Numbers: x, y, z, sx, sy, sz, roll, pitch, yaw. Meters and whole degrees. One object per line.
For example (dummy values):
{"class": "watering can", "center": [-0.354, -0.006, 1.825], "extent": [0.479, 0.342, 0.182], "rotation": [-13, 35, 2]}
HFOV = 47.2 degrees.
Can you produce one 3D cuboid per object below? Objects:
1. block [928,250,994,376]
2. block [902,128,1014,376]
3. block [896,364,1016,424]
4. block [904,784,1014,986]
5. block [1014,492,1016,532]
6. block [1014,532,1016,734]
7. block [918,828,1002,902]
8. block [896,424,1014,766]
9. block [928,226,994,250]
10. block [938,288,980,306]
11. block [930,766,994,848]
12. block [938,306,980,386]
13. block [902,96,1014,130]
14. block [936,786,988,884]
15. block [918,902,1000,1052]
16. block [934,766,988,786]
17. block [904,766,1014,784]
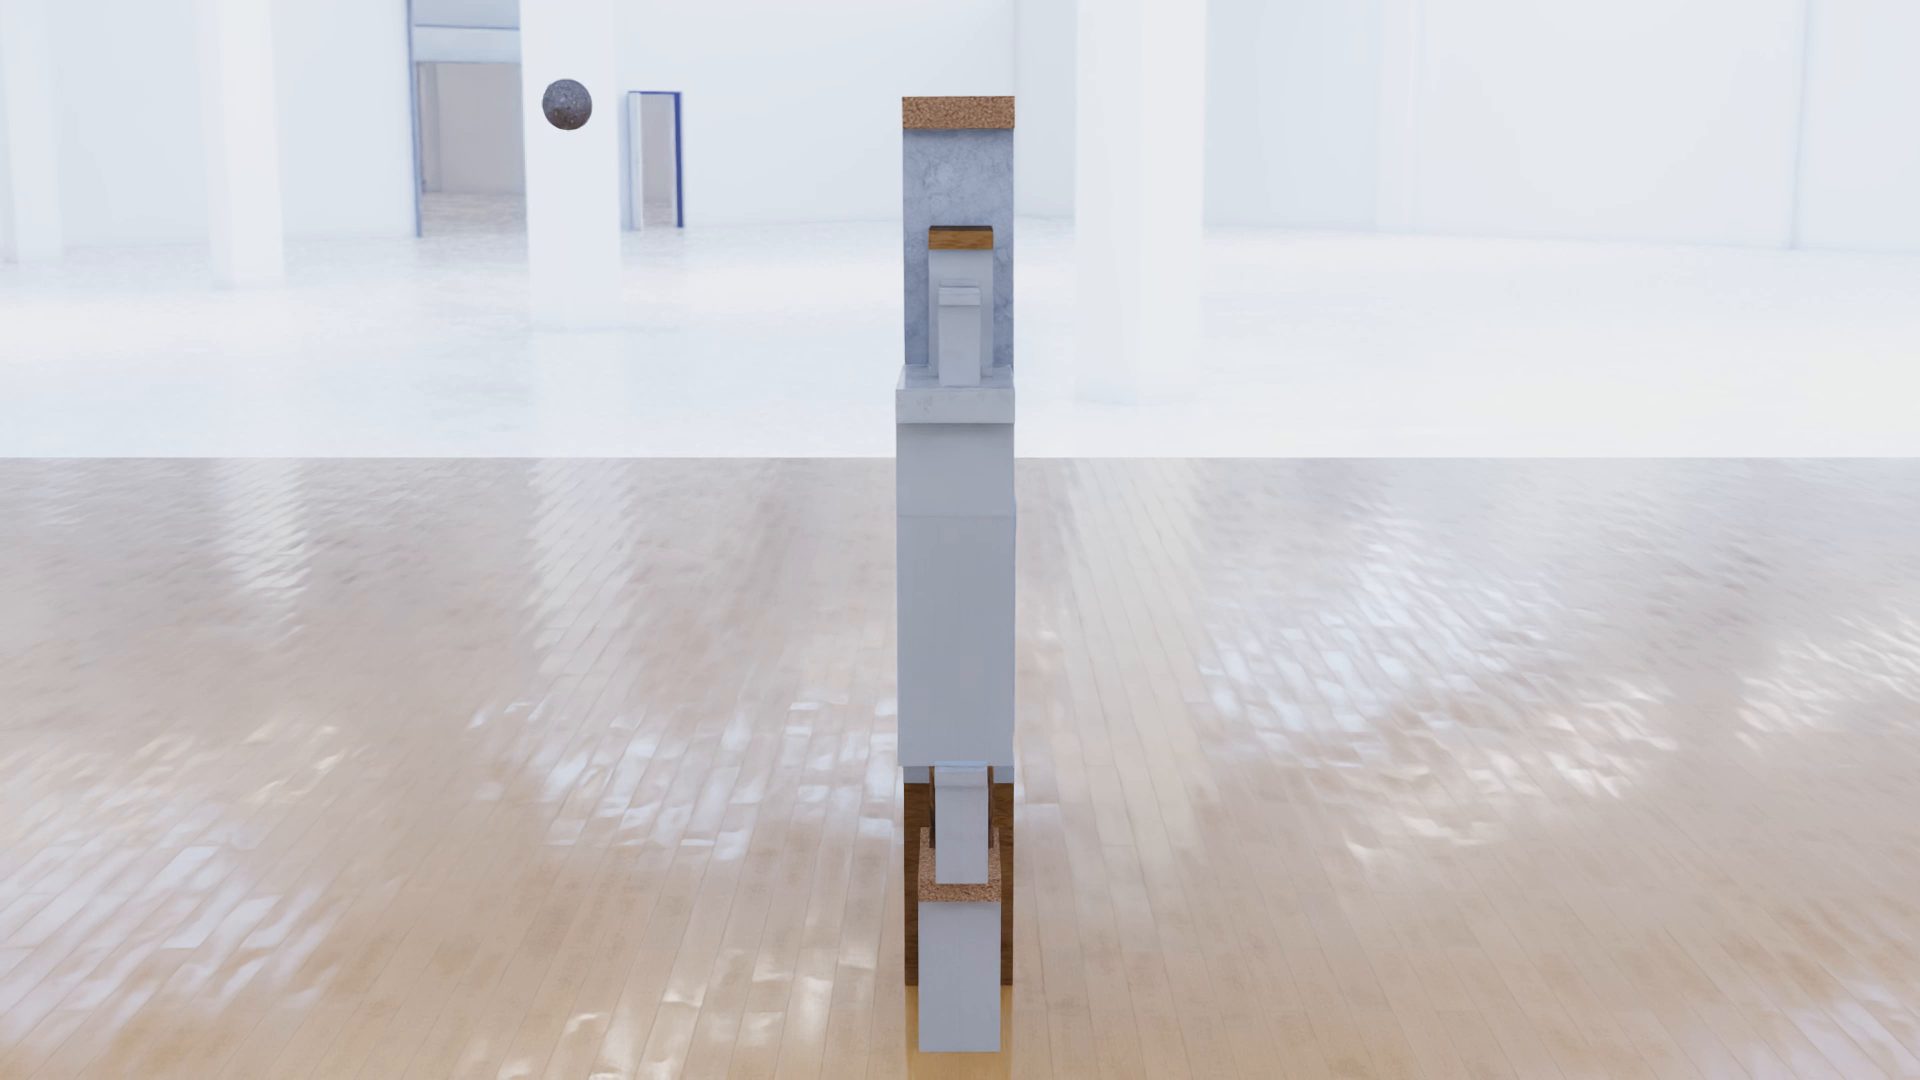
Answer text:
{"class": "block", "center": [0.001, -0.306, 2.953], "extent": [0.085, 0.171, 0.024], "rotation": [0, 11, 0]}
{"class": "block", "center": [-0.002, -0.376, 3.145], "extent": [0.157, 0.417, 0.044], "rotation": [0, 10, 0]}
{"class": "block", "center": [-0.005, -0.199, 2.969], "extent": [0.154, 0.044, 0.308], "rotation": [0, 11, 0]}
{"class": "block", "center": [-0.002, 0.501, 3.267], "extent": [0.161, 0.322, 0.046], "rotation": [0, 11, 0]}
{"class": "block", "center": [0.004, -0.062, 3.339], "extent": [0.156, 0.044, 0.311], "rotation": [0, 10, 0]}
{"class": "block", "center": [0.004, 0.132, 3.269], "extent": [0.156, 0.311, 0.044], "rotation": [0, 10, 0]}
{"class": "block", "center": [-0.001, 0.454, 3.084], "extent": [0.112, 0.032, 0.225], "rotation": [0, 11, 0]}
{"class": "block", "center": [-0.006, 0.069, 2.914], "extent": [0.154, 0.465, 0.044], "rotation": [0, 11, 0]}
{"class": "block", "center": [0.001, -0.412, 2.991], "extent": [0.085, 0.024, 0.171], "rotation": [0, 11, 0]}
{"class": "block", "center": [-0.001, -0.318, 2.863], "extent": [0.053, 0.015, 0.106], "rotation": [0, 11, 0]}
{"class": "block", "center": [0.002, 0.288, 3.087], "extent": [0.090, 0.292, 0.026], "rotation": [0, 11, 0]}
{"class": "block", "center": [-0.001, -0.251, 2.839], "extent": [0.053, 0.106, 0.015], "rotation": [0, 11, 0]}
{"class": "block", "center": [-0.003, -0.622, 3.207], "extent": [0.157, 0.044, 0.313], "rotation": [0, 10, 0]}
{"class": "block", "center": [0.003, 0.391, 2.951], "extent": [0.070, 0.140, 0.020], "rotation": [0, 11, 0]}
{"class": "block", "center": [-0.001, 0.594, 3.034], "extent": [0.113, 0.225, 0.032], "rotation": [0, 11, 0]}
{"class": "block", "center": [0.001, 0.303, 2.982], "extent": [0.070, 0.020, 0.140], "rotation": [0, 11, 0]}
{"class": "block", "center": [-0.002, 0.300, 3.339], "extent": [0.161, 0.046, 0.322], "rotation": [0, 11, 0]}
